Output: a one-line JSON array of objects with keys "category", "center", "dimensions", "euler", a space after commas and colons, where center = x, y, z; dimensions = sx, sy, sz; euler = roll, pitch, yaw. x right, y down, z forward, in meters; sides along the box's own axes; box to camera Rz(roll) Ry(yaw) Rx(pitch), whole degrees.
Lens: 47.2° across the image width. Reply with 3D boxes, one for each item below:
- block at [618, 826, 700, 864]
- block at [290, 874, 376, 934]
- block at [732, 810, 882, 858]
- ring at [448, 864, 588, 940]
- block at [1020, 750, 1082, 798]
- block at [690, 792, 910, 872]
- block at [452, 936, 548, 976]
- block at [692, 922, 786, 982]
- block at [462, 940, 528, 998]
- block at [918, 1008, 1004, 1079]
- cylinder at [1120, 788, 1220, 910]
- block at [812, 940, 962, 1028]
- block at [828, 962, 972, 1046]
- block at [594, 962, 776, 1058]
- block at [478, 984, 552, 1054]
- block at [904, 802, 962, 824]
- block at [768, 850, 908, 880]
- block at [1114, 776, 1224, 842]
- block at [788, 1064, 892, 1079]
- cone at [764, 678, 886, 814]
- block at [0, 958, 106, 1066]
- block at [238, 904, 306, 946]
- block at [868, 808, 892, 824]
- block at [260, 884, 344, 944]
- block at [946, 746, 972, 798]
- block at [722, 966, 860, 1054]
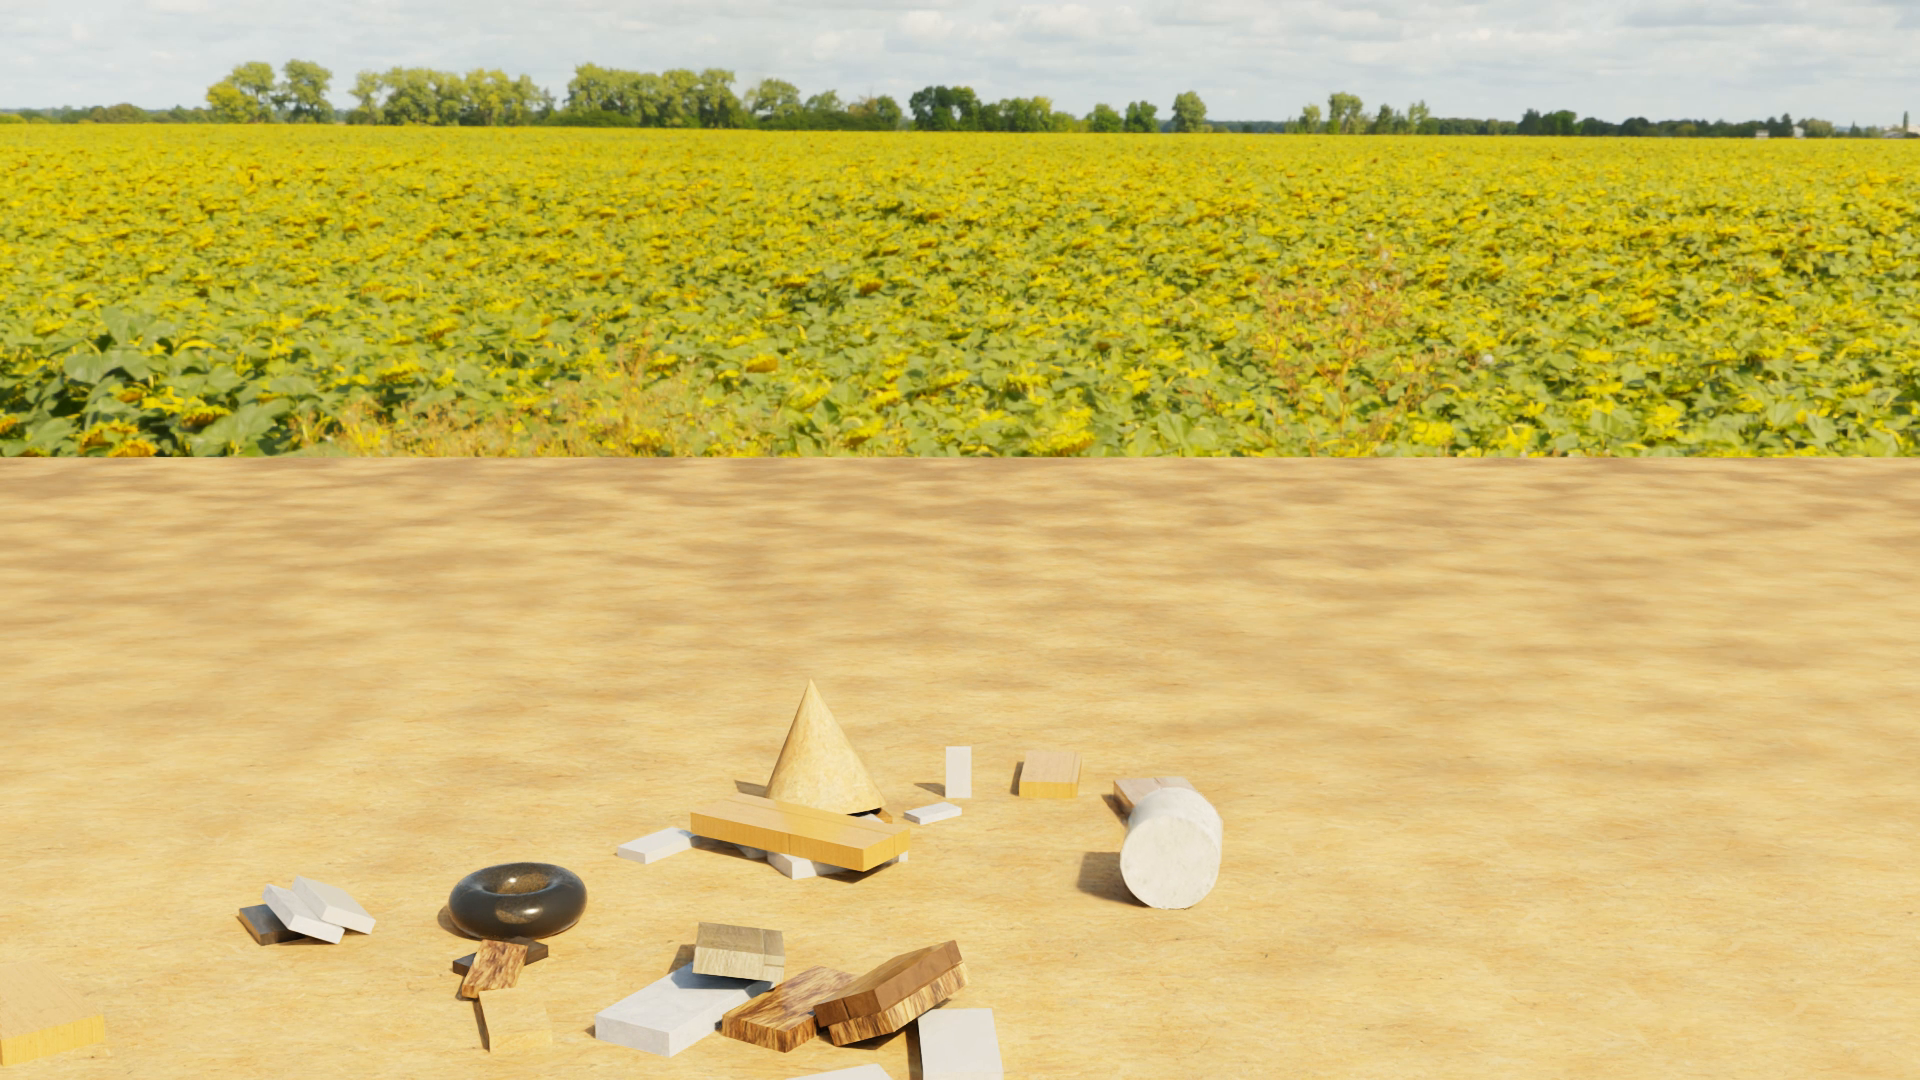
[{"category": "block", "center": [-0.532, 0.540, 3.887], "dimensions": [0.069, 0.020, 0.138], "euler": [8, 13, 36]}, {"category": "block", "center": [-1.007, 0.585, 3.530], "dimensions": [0.085, 0.024, 0.170], "euler": [26, -6, -33]}, {"category": "block", "center": [-0.275, 0.523, 3.944], "dimensions": [0.256, 0.031, 0.109], "euler": [-5, 12, -25]}, {"category": "ring", "center": [-0.709, 0.579, 3.530], "dimensions": [0.221, 0.074, 0.221], "euler": [0, 12, 0]}, {"category": "block", "center": [0.179, 0.457, 4.301], "dimensions": [0.109, 0.031, 0.219], "euler": [1, 11, 6]}, {"category": "block", "center": [-0.281, 0.507, 3.838], "dimensions": [0.375, 0.039, 0.138], "euler": [7, 13, 32]}, {"category": "block", "center": [-0.700, 0.639, 3.354], "dimensions": [0.066, 0.019, 0.132], "euler": [8, 13, 37]}, {"category": "block", "center": [-0.328, 0.610, 3.265], "dimensions": [0.129, 0.036, 0.257], "euler": [7, -3, -6]}, {"category": "block", "center": [-0.691, 0.640, 3.270], "dimensions": [0.069, 0.020, 0.138], "euler": [9, 17, -2]}, {"category": "block", "center": [-0.002, 0.697, 3.010], "dimensions": [0.105, 0.030, 0.211], "euler": [-1, 11, -3]}, {"category": "cylinder", "center": [0.352, 0.511, 3.656], "dimensions": [0.160, 0.160, 0.160], "euler": [1, 11, 8]}, {"category": "block", "center": [-0.101, 0.632, 3.140], "dimensions": [0.111, 0.031, 0.222], "euler": [-22, -2, 31]}, {"category": "block", "center": [-0.083, 0.657, 3.117], "dimensions": [0.105, 0.030, 0.211], "euler": [-22, -2, 32]}, {"category": "block", "center": [-0.391, 0.667, 3.157], "dimensions": [0.129, 0.036, 0.257], "euler": [6, 12, 29]}, {"category": "block", "center": [-0.633, 0.679, 3.123], "dimensions": [0.085, 0.024, 0.170], "euler": [-3, 11, -17]}, {"category": "block", "center": [-0.051, 0.507, 4.079], "dimensions": [0.097, 0.014, 0.049], "euler": [-9, 14, -39]}, {"category": "block", "center": [-0.213, 0.544, 3.831], "dimensions": [0.219, 0.031, 0.109], "euler": [-5, 12, -27]}, {"category": "block", "center": [0.382, 0.498, 4.060], "dimensions": [0.138, 0.039, 0.275], "euler": [-2, 11, -9]}, {"category": "block", "center": [-0.190, 0.729, 2.835], "dimensions": [0.222, 0.031, 0.111], "euler": [-5, 11, -23]}, {"category": "cone", "center": [-0.265, 0.374, 4.049], "dimensions": [0.242, 0.242, 0.242], "euler": [-5, 0, 0]}, {"category": "block", "center": [-1.337, 0.670, 3.131], "dimensions": [0.138, 0.039, 0.275], "euler": [-9, 14, -40]}, {"category": "block", "center": [-1.097, 0.611, 3.504], "dimensions": [0.069, 0.020, 0.138], "euler": [-6, 12, -31]}, {"category": "block", "center": [-0.165, 0.508, 4.073], "dimensions": [0.049, 0.014, 0.097], "euler": [-4, 11, -23]}, {"category": "block", "center": [-1.044, 0.592, 3.490], "dimensions": [0.085, 0.024, 0.170], "euler": [26, -5, -32]}, {"category": "block", "center": [-0.003, 0.443, 4.195], "dimensions": [0.049, 0.097, 0.014], "euler": [0, 11, 0]}, {"category": "block", "center": [-0.227, 0.670, 3.152], "dimensions": [0.111, 0.031, 0.222], "euler": [7, 12, 32]}]
